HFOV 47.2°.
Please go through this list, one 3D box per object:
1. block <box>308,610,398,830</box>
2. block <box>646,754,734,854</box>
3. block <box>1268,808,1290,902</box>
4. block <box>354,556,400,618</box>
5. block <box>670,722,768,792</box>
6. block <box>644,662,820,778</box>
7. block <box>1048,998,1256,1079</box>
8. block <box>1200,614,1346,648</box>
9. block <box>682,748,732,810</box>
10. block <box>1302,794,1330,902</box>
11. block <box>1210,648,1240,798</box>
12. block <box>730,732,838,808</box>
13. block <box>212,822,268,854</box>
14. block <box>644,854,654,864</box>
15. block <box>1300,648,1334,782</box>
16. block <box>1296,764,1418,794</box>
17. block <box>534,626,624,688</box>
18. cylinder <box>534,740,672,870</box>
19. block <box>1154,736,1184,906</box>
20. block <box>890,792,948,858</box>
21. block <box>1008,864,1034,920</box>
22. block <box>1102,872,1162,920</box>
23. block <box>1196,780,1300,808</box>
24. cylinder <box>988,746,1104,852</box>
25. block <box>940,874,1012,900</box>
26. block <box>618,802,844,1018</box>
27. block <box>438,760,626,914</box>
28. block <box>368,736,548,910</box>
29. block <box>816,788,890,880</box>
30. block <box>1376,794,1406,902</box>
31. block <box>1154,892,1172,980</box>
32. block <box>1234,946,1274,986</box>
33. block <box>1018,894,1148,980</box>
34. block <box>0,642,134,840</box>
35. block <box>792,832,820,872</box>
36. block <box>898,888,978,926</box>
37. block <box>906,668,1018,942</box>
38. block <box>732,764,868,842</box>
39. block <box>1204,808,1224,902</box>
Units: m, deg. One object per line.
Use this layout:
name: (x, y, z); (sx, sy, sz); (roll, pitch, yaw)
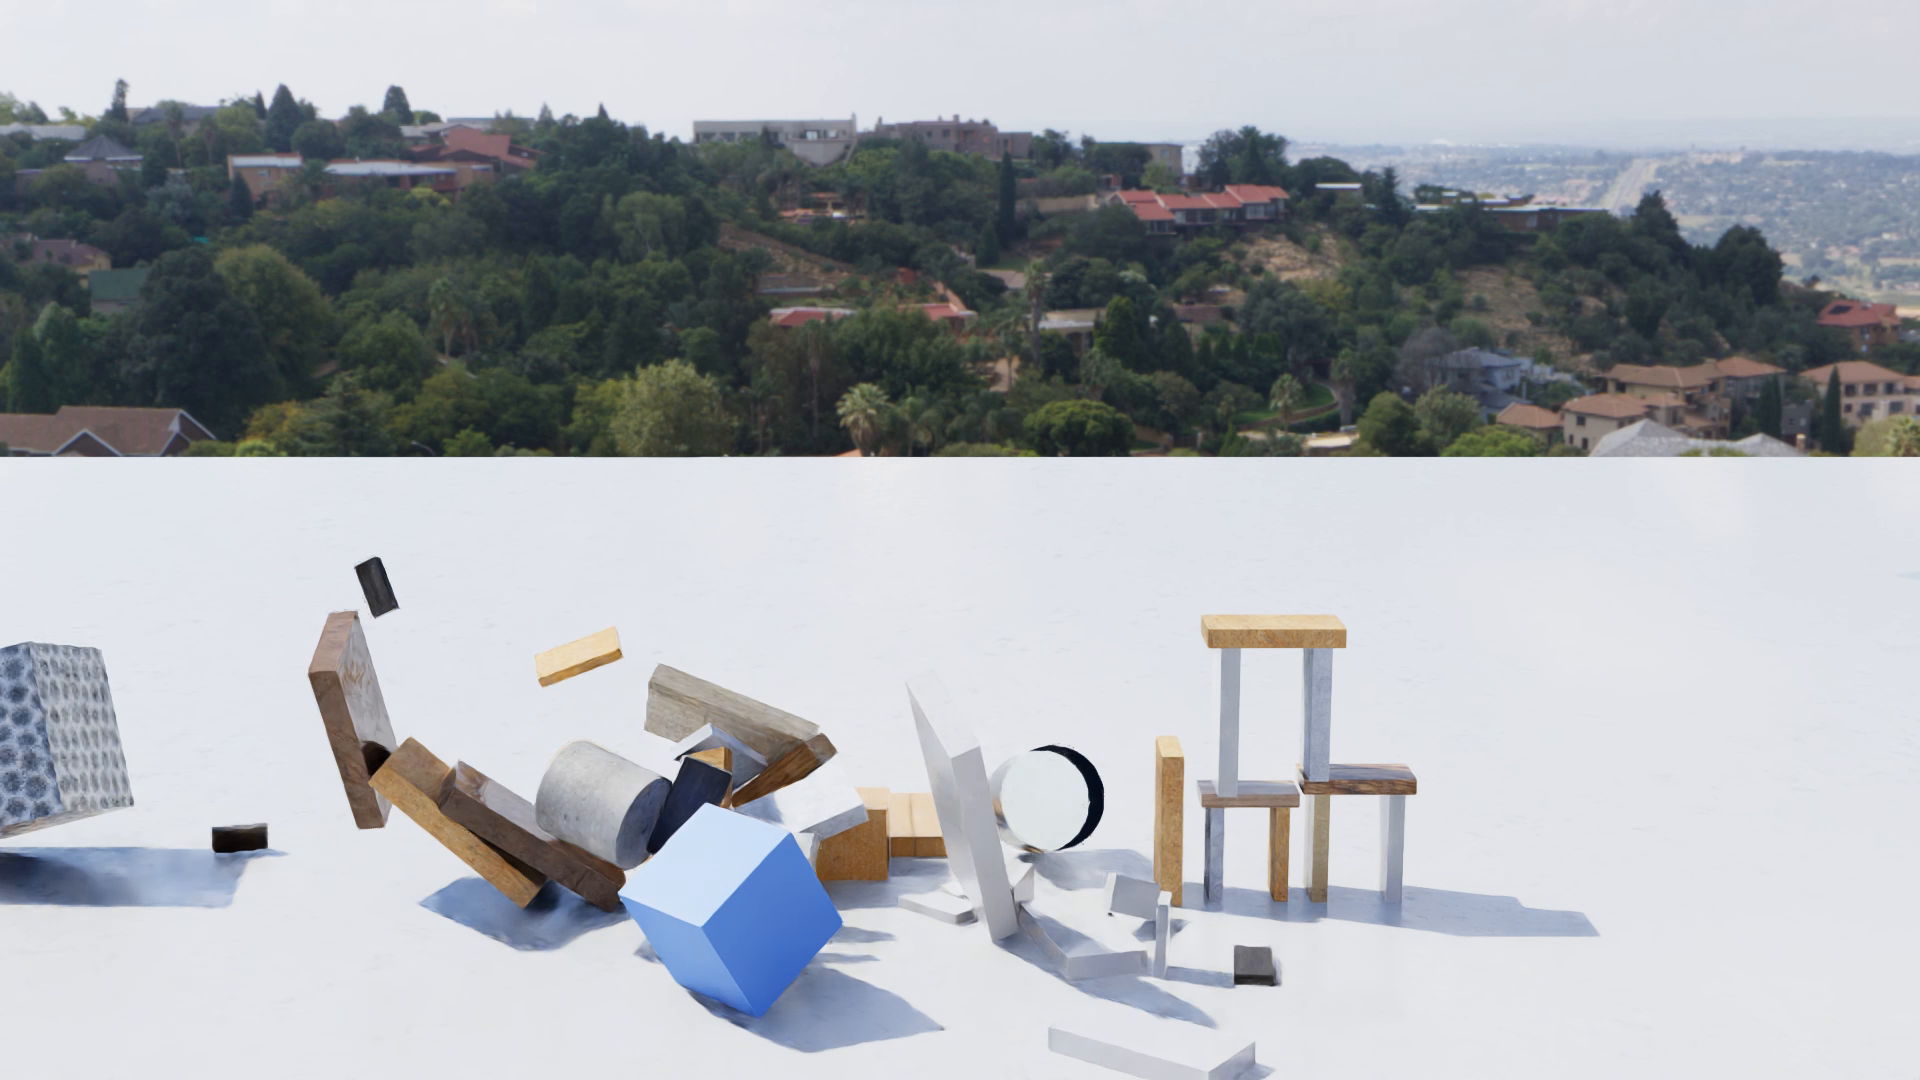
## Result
block: (-0.990, 0.297, 3.613); (0.046, 0.326, 0.163); (-6, 33, 2)
block: (-0.420, 0.422, 3.410); (0.079, 0.158, 0.022); (23, -2, -9)
block: (0.530, 0.510, 3.657); (0.023, 0.161, 0.081); (0, 11, 0)
block: (-0.962, 0.078, 3.626); (0.046, 0.093, 0.013); (-24, -5, 22)
block: (-0.409, 0.373, 3.752); (0.084, 0.024, 0.168); (-33, -38, 13)
block: (-0.438, 0.359, 4.204); (0.329, 0.165, 0.047); (21, 49, 6)
block: (0.262, 0.693, 3.015); (0.254, 0.036, 0.127); (8, 13, 36)
block: (0.510, 0.149, 3.588); (0.222, 0.031, 0.111); (0, 11, 0)
block: (-0.422, 0.433, 3.642); (0.084, 0.168, 0.024); (-13, -28, 23)
block: (0.592, 0.499, 3.656); (0.026, 0.185, 0.092); (0, 11, 0)
block: (0.436, 0.287, 3.613); (0.031, 0.249, 0.111); (0, 11, 0)
block: (-0.312, 0.420, 3.931); (0.165, 0.047, 0.329); (-37, -3, 0)
block: (-1.267, 0.525, 3.870); (0.093, 0.046, 0.013); (-4, 27, -17)
block: (-0.437, 0.514, 3.553); (0.357, 0.079, 0.022); (20, -11, 33)
block: (0.584, 0.273, 3.611); (0.031, 0.222, 0.111); (0, 11, 0)
block: (0.654, 0.395, 3.636); (0.185, 0.026, 0.092); (0, 11, 0)
block: (-0.703, 0.215, 4.057); (0.158, 0.022, 0.079); (-20, 33, -3)
cylinder: (-0.552, 0.412, 3.423); (0.154, 0.154, 0.154); (22, 18, 21)
block: (0.346, 0.464, 3.650); (0.036, 0.254, 0.127); (0, 11, 0)
block: (-0.064, 0.514, 3.980); (0.129, 0.037, 0.258); (0, 11, -3)
block: (0.095, 0.576, 3.571); (0.018, 0.063, 0.127); (1, 10, 16)
block: (0.274, 0.569, 3.507); (0.017, 0.059, 0.117); (1, -14, 44)
block: (0.476, 0.420, 3.639); (0.161, 0.023, 0.081); (0, 11, 0)
cylinder: (0.144, 0.450, 3.806); (0.177, 0.177, 0.177); (-2, -9, -10)
block: (0.038, 0.583, 3.660); (0.127, 0.018, 0.063); (-5, 12, -24)
block: (-0.334, 0.538, 3.216); (0.194, 0.194, 0.194); (10, 47, 44)
block: (-0.700, 0.485, 3.612); (0.326, 0.046, 0.163); (34, 3, -14)
block: (-0.821, 0.466, 3.651); (0.326, 0.046, 0.163); (41, 8, -7)
block: (-0.186, 0.505, 3.784); (0.125, 0.125, 0.125); (0, 11, 0)
block: (0.715, 0.499, 3.656); (0.026, 0.185, 0.092); (0, 11, 0)
block: (0.306, 0.596, 3.317); (0.017, 0.117, 0.059); (4, 11, 10)
block: (0.444, 0.644, 3.331); (0.059, 0.017, 0.117); (1, 11, 7)
block: (0.189, 0.617, 3.427); (0.127, 0.036, 0.254); (-3, 11, -15)
block: (-1.648, 0.356, 3.784); (0.289, 0.289, 0.289); (-14, -6, 1)
block: (-0.361, 0.513, 3.542); (0.290, 0.084, 0.024); (-2, -23, 28)
block: (-0.032, 0.597, 3.584); (0.127, 0.018, 0.063); (10, 14, 42)
block: (0.006, 0.409, 3.331); (0.047, 0.479, 0.165); (-23, 48, -11)
block: (-0.295, 0.471, 3.669); (0.258, 0.037, 0.129); (-22, 32, -13)
block: (0.422, 0.510, 3.657); (0.023, 0.161, 0.081); (0, 11, 0)
